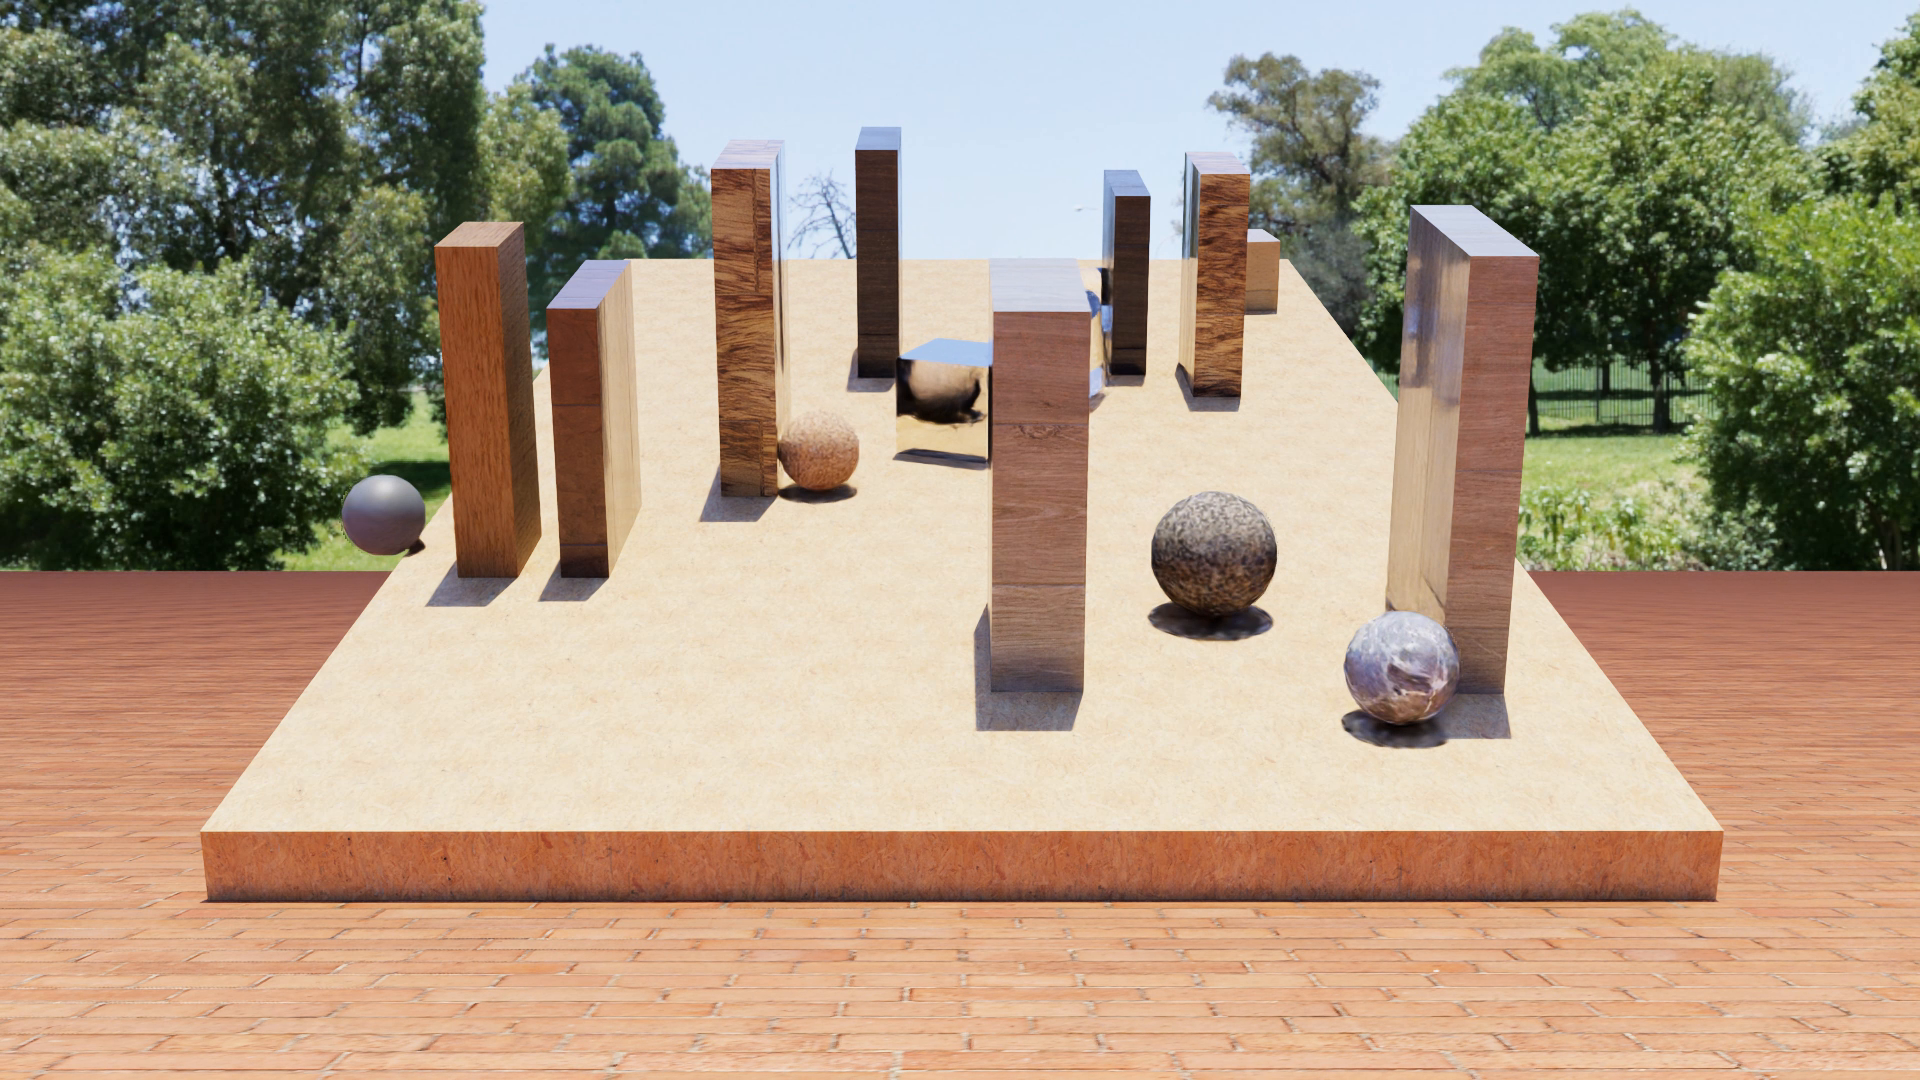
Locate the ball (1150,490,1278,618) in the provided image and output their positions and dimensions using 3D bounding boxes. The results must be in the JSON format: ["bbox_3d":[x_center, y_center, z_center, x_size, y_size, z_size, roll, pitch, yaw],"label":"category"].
[{"bbox_3d":[0.421,0.023,3.706,0.209,0.209,0.209,0,-1,0],"label":"ball"}]

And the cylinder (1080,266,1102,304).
[{"bbox_3d":[0.306,-0.618,5.765,0.164,0.164,0.164,-6,2,-19],"label":"cylinder"}]

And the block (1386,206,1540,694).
[{"bbox_3d":[0.777,-0.153,3.501,0.099,0.671,0.440,0,18,0],"label":"block"}]

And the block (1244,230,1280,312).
[{"bbox_3d":[0.751,-0.734,6.087,0.189,0.189,0.189,-2,18,-7],"label":"block"}]

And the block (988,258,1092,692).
[{"bbox_3d":[0.117,-0.112,3.505,0.141,0.589,0.411,0,18,0],"label":"block"}]

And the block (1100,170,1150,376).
[{"bbox_3d":[0.402,-0.660,5.466,0.083,0.429,0.410,0,18,0],"label":"block"}]

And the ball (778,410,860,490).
[{"bbox_3d":[-0.277,-0.176,4.402,0.159,0.159,0.159,0,-1,0],"label":"ball"}]

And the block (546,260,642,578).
[{"bbox_3d":[-0.656,-0.228,4.040,0.084,0.479,0.433,0,18,0],"label":"block"}]

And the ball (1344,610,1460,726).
[{"bbox_3d":[0.646,0.187,3.267,0.168,0.168,0.168,0,-1,0],"label":"ball"}]

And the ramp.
[{"bbox_3d":[-0.003,-0.185,4.852,2.000,0.100,4.000,0,18,0],"label":"ramp"}]

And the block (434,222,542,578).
[{"bbox_3d":[-0.826,-0.249,3.933,0.105,0.584,0.240,0,18,0],"label":"block"}]

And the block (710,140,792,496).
[{"bbox_3d":[-0.412,-0.451,4.468,0.111,0.641,0.397,0,18,0],"label":"block"}]

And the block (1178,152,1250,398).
[{"bbox_3d":[0.590,-0.626,5.224,0.110,0.512,0.351,0,18,0],"label":"block"}]

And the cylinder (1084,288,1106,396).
[{"bbox_3d":[0.229,-0.446,5.088,0.196,0.196,0.196,-5,38,4],"label":"cylinder"}]

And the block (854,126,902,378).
[{"bbox_3d":[-0.193,-0.704,5.418,0.099,0.539,0.408,0,18,0],"label":"block"}]

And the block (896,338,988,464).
[{"bbox_3d":[0.002,-0.295,4.697,0.205,0.205,0.205,8,19,23],"label":"block"}]

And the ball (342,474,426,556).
[{"bbox_3d":[-1.046,-0.045,4.060,0.149,0.149,0.149,0,-1,0],"label":"ball"}]
